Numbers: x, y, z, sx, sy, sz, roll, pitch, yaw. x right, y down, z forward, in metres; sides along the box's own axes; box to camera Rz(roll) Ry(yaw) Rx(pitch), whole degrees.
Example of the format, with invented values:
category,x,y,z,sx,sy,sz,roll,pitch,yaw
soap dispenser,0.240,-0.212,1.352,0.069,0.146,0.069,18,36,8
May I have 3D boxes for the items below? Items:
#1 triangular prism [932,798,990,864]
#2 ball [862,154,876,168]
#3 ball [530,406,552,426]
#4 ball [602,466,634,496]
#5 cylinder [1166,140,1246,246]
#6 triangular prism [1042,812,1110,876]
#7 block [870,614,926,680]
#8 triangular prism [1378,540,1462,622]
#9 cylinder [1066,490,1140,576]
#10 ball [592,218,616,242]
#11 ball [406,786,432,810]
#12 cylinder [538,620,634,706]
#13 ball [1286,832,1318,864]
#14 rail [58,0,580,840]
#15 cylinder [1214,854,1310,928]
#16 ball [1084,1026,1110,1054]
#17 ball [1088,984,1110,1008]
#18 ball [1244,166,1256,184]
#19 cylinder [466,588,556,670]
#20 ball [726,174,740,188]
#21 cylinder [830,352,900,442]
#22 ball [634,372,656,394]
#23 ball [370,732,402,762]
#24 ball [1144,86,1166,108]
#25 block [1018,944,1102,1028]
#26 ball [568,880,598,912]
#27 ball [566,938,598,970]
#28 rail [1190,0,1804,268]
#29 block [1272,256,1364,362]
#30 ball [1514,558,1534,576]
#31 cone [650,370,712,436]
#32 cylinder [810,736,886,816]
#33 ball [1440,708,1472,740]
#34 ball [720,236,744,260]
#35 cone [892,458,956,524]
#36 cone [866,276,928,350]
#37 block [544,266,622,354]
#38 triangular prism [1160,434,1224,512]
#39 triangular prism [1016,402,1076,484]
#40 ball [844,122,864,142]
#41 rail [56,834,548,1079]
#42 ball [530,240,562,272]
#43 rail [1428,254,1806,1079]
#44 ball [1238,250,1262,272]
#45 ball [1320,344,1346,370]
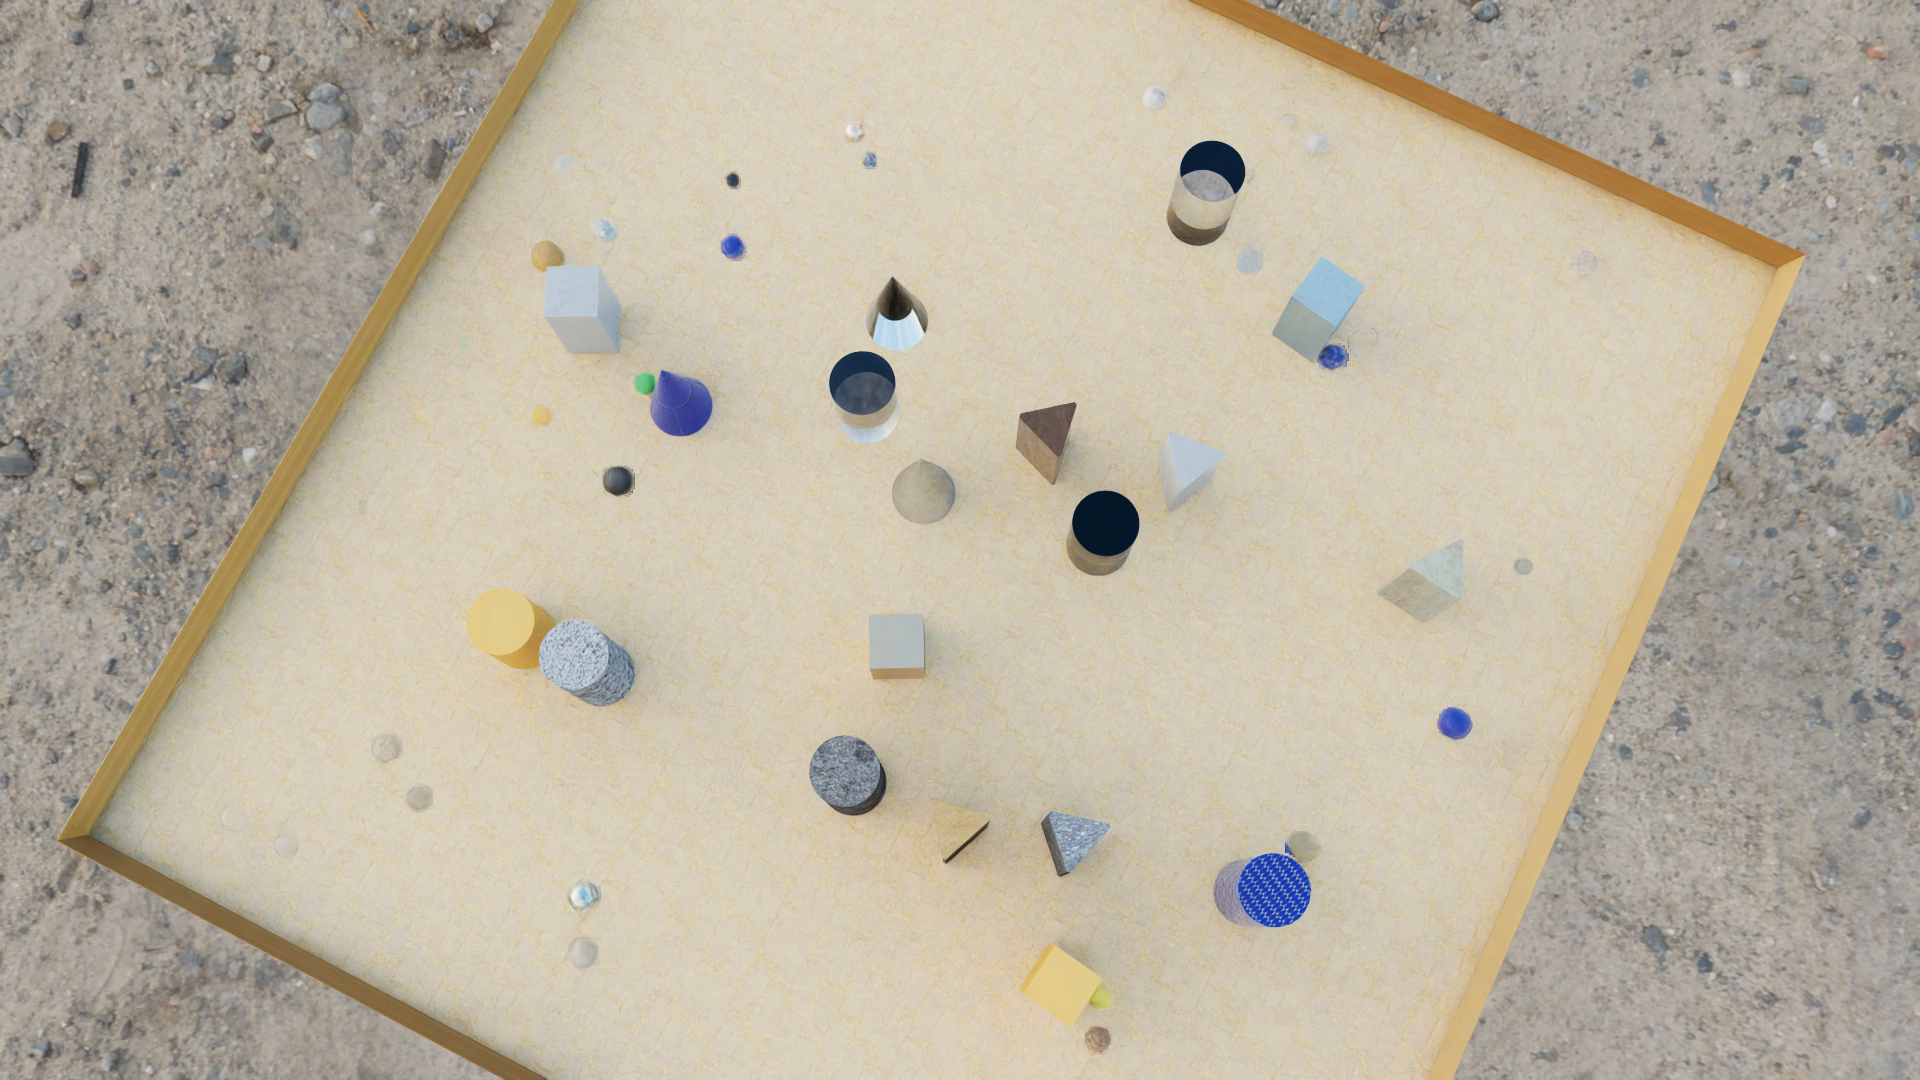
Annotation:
category,x,y,z,sx,sy,sz,roll,pitch,yaw
triangular prism,-0.030,0.808,5.243,0.170,0.404,0.147,-41,81,-8
ball,-0.288,-1.211,5.844,0.045,0.045,0.045,0,78,0
ball,-1.295,-0.385,5.665,0.061,0.061,0.061,0,78,0
ball,-1.047,-0.181,5.607,0.093,0.093,0.093,0,78,0
cylinder,0.755,-1.065,5.651,0.196,0.364,0.196,0,78,0
triangular prism,0.296,0.835,5.199,0.147,0.479,0.170,42,81,8
block,-0.184,0.318,5.425,0.157,0.246,0.157,-1,78,0
triangular prism,1.380,0.102,5.382,0.170,0.419,0.147,33,80,6
cylinder,0.423,-0.017,5.462,0.196,0.310,0.196,0,78,0
ball,-1.122,-0.979,5.781,0.075,0.075,0.075,0,78,0
ball,-1.600,0.762,5.422,0.072,0.072,0.072,0,78,0
cylinder,-1.080,0.363,5.329,0.196,0.417,0.196,0,78,0
ball,1.006,0.903,5.383,0.091,0.091,0.091,0,78,0
rail,-1.715,-0.833,5.723,0.045,0.127,3.946,26,80,5
cylinder,0.845,0.990,5.162,0.196,0.490,0.196,0,78,0
ball,0.396,1.439,5.280,0.076,0.076,0.076,0,78,0
ball,0.403,1.320,5.308,0.069,0.069,0.069,0,78,0
ball,0.910,-1.163,5.828,0.057,0.057,0.057,0,78,0
cylinder,-1.319,0.264,5.406,0.196,0.305,0.196,0,78,0
ball,-0.723,-1.145,5.831,0.044,0.044,0.044,0,78,0
cylinder,-0.287,-0.429,5.540,0.196,0.323,0.196,0,78,0
ball,-0.972,-0.482,5.653,0.068,0.068,0.068,0,78,0
ball,-1.706,0.616,5.444,0.089,0.089,0.089,0,78,0
ball,0.623,-1.419,5.875,0.069,0.069,0.069,0,78,0
block,0.280,1.253,5.171,0.157,0.365,0.157,34,80,7
ball,-1.101,1.042,5.355,0.090,0.090,0.090,0,78,0
ball,-1.100,1.202,5.322,0.090,0.090,0.090,0,78,0
rail,0.872,-1.700,5.902,3.883,0.127,0.045,26,80,5
block,1.086,-0.697,5.578,0.157,0.358,0.157,36,81,7
ball,1.715,0.082,5.572,0.053,0.053,0.053,0,78,0
cone,-0.868,-0.456,5.513,0.196,0.388,0.196,0,78,0
cylinder,-0.317,0.680,5.253,0.196,0.437,0.196,0,78,0
ball,1.476,0.548,5.455,0.095,0.095,0.095,0,78,0
ball,-0.717,-0.922,5.769,0.075,0.075,0.075,0,78,0
cone,-0.112,-0.188,5.431,0.196,0.439,0.196,0,78,0
cone,-0.198,-0.731,5.559,0.196,0.409,0.196,0,78,0
block,-1.145,-0.697,5.577,0.157,0.360,0.157,0,78,0
triangular prism,0.663,-0.225,5.506,0.170,0.307,0.147,-39,81,-7
triangular prism,0.284,-0.315,5.501,0.147,0.355,0.170,-42,81,-8
ball,-0.338,-1.302,5.852,0.066,0.066,0.066,0,78,0
rail,-0.872,1.714,5.196,3.883,0.127,0.045,26,80,5
ball,-1.298,-0.889,5.751,0.098,0.098,0.098,0,78,0
rail,1.715,0.847,5.375,0.045,0.127,3.946,26,80,5
ball,0.912,-0.877,5.761,0.072,0.072,0.072,0,78,0
ball,1.157,-0.568,5.690,0.081,0.081,0.081,0,78,0
